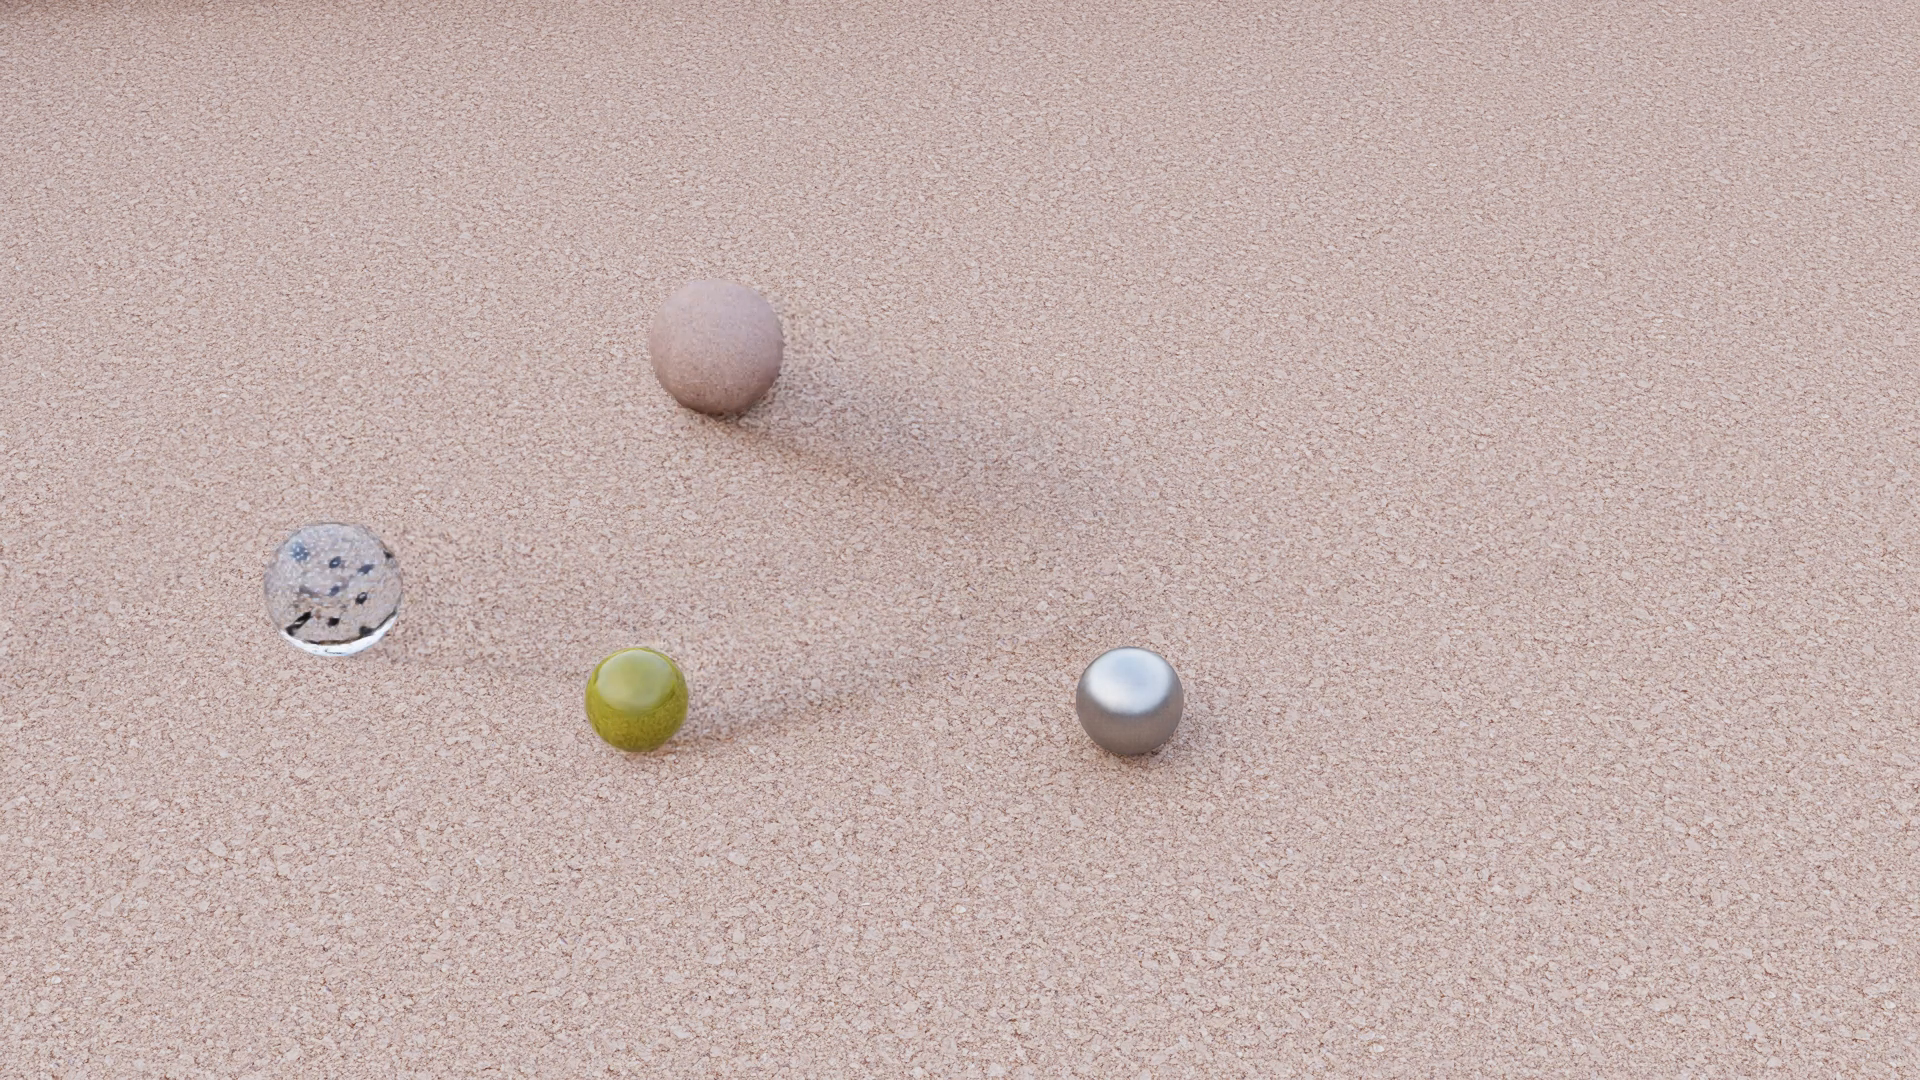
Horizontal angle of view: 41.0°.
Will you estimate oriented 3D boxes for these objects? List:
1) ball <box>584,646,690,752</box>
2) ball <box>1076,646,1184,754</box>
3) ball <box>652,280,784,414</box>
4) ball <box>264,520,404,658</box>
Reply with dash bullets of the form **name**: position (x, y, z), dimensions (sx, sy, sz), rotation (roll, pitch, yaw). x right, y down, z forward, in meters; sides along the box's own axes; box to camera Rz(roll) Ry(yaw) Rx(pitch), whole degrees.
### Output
- **ball**: position (-0.182, 0.089, 1.444), dimensions (0.059, 0.059, 0.059), rotation (0, 36, 0)
- **ball**: position (0.095, 0.090, 1.441), dimensions (0.061, 0.061, 0.061), rotation (0, 36, 0)
- **ball**: position (-0.162, -0.129, 1.715), dimensions (0.089, 0.089, 0.089), rotation (0, 36, 0)
- **ball**: position (-0.368, 0.029, 1.508), dimensions (0.080, 0.080, 0.080), rotation (0, 36, 0)
